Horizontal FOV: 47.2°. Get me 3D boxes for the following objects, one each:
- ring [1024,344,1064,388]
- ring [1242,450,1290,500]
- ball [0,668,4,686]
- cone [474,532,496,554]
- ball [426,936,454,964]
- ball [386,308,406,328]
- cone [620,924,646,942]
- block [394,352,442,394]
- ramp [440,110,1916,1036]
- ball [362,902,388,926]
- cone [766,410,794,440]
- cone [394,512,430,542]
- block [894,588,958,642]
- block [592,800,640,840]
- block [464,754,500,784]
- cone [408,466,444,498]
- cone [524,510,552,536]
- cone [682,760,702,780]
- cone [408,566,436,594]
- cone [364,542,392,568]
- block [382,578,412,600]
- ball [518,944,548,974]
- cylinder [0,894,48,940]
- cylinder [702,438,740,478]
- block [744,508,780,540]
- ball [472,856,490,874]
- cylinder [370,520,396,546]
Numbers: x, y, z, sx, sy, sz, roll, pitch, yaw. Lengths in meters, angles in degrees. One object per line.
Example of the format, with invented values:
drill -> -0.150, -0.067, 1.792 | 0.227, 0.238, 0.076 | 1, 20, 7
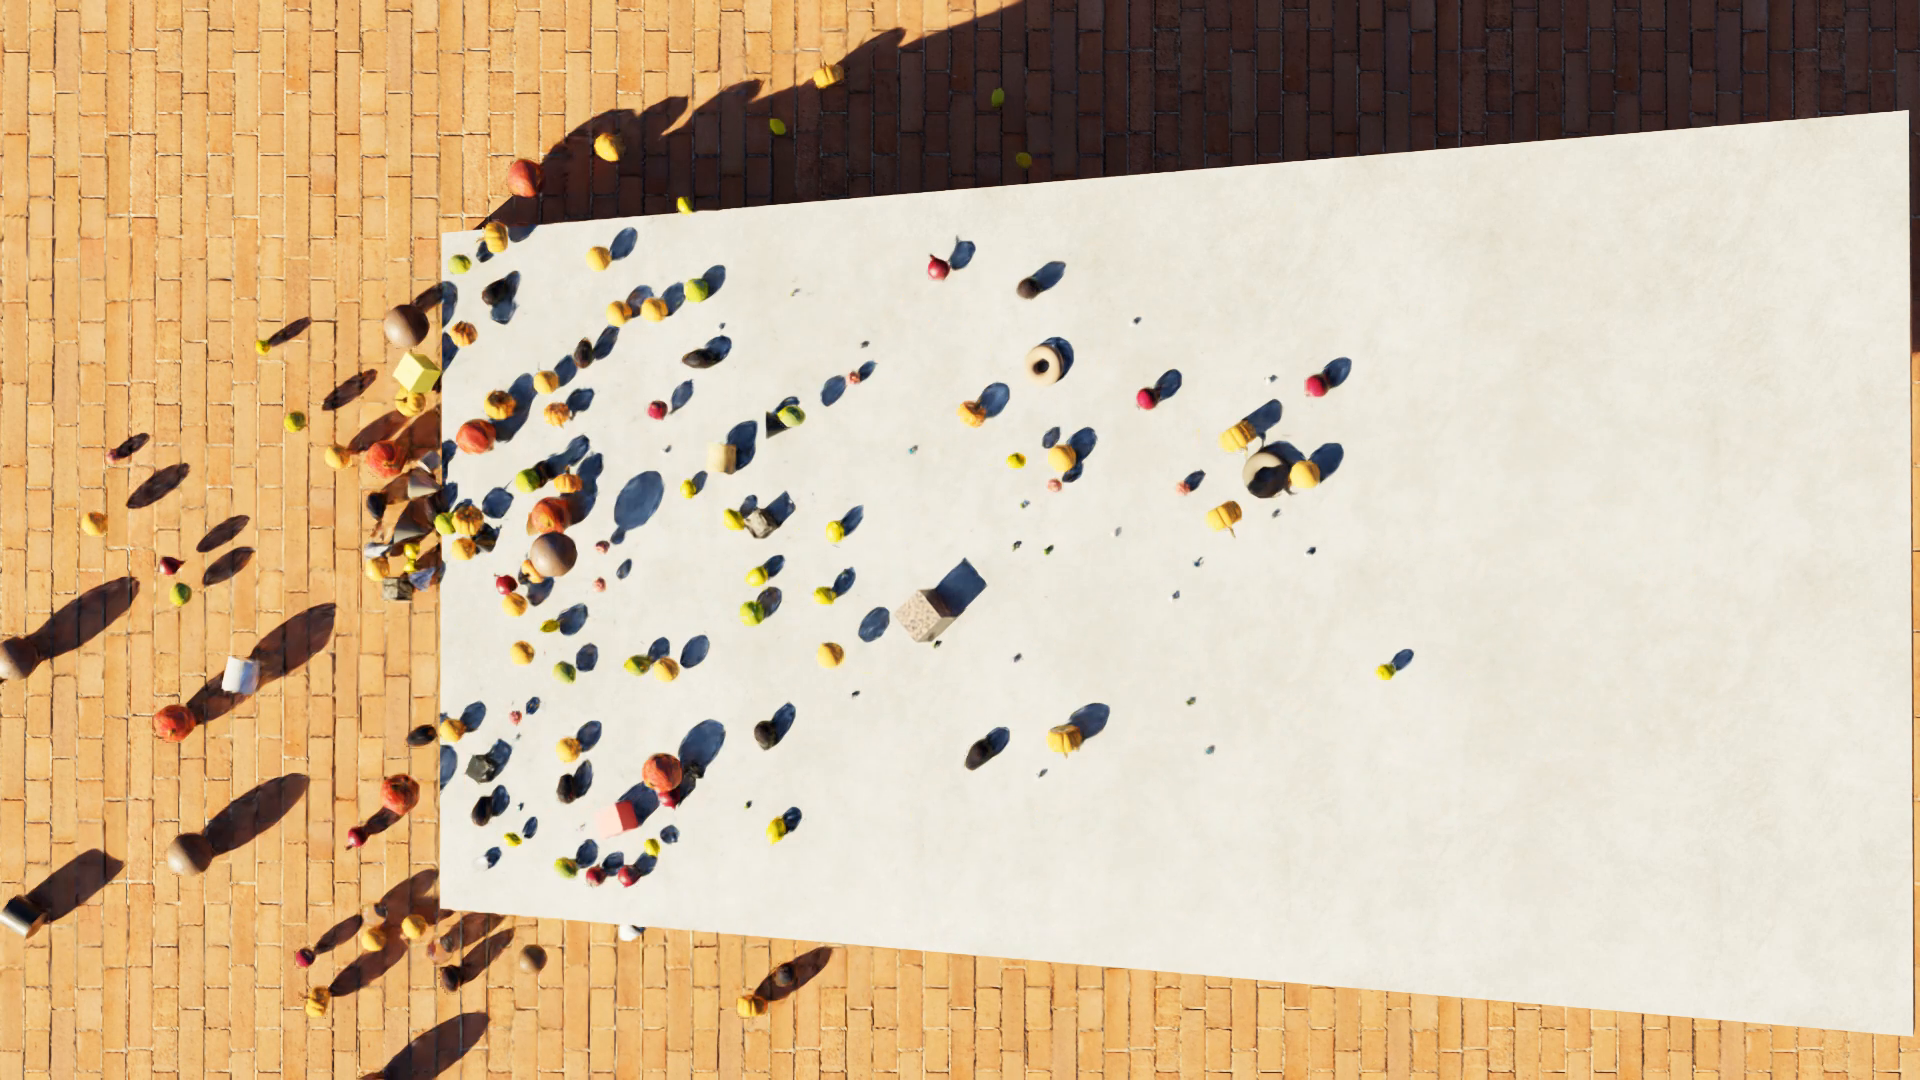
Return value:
ring -> 0.214, -0.446, 5.638 | 0.111, 0.037, 0.111 | -1, 88, 27
ring -> 0.748, -0.160, 5.371 | 0.121, 0.040, 0.121 | 0, 91, 26
ball -> -2.896, 0.408, 6.553 | 0.090, 0.090, 0.090 | 0, 89, 0
cone -> -1.398, 0.008, 6.410 | 0.062, 0.062, 0.062 | 0, 89, 26
ball -> -1.548, 1.220, 6.546 | 0.086, 0.086, 0.086 | 0, 89, 0
ball -> -1.685, -0.663, 6.570 | 0.058, 0.058, 0.058 | 0, 89, 0
cone -> -0.991, 1.122, 6.526 | 0.096, 0.096, 0.096 | -31, 115, 0
block -> -1.605, -0.494, 6.507 | 0.083, 0.083, 0.083 | 43, 108, 22
ramp -> 0.280, 0.080, 5.675 | 4.000, 0.100, 2.000 | 0, 89, 26
ball -> -1.744, 1.116, 6.553 | 0.073, 0.073, 0.073 | 0, 89, 0
cone -> -0.486, -0.311, 5.980 | 0.081, 0.081, 0.081 | 0, 89, 0
cone -> -1.620, -0.026, 6.535 | 0.093, 0.093, 0.093 | 13, 89, 2
block -> -0.090, 0.197, 5.745 | 0.099, 0.099, 0.099 | -45, 71, 19
block -> -0.967, 0.786, 6.179 | 0.080, 0.080, 0.080 | -24, 79, 24
block -> -1.391, 0.666, 6.400 | 0.060, 0.060, 0.060 | 30, 102, 23
cone -> -1.570, -0.160, 6.506 | 0.097, 0.097, 0.097 | 12, 89, 2
cone -> -1.202, -0.042, 6.330 | 0.075, 0.075, 0.075 | 12, 89, 16
cone -> -0.732, 0.647, 6.097 | 0.053, 0.053, 0.053 | -43, 99, 0
cone -> -1.577, 0.102, 6.502 | 0.078, 0.078, 0.078 | -41, 90, 8
cone -> -1.713, 0.031, 6.541 | 0.086, 0.086, 0.086 | -24, 89, 35
block -> -1.678, 0.145, 6.557 | 0.063, 0.063, 0.063 | 5, 93, 30
ball -> -1.247, 1.223, 6.418 | 0.086, 0.086, 0.086 | 0, 89, 0
cylinder -> -2.786, 1.121, 6.540 | 0.096, 0.096, 0.096 | 32, 89, 1
cylinder -> -0.655, -0.225, 6.037 | 0.079, 0.079, 0.079 | 21, 69, 0
block -> -0.541, -0.044, 5.991 | 0.060, 0.060, 0.060 | -39, 74, 21
ball -> -1.396, 0.947, 6.405 | 0.050, 0.050, 0.050 | 0, 89, 0
cylinder -> -1.715, -0.020, 6.559 | 0.060, 0.060, 0.060 | 28, 89, -33
